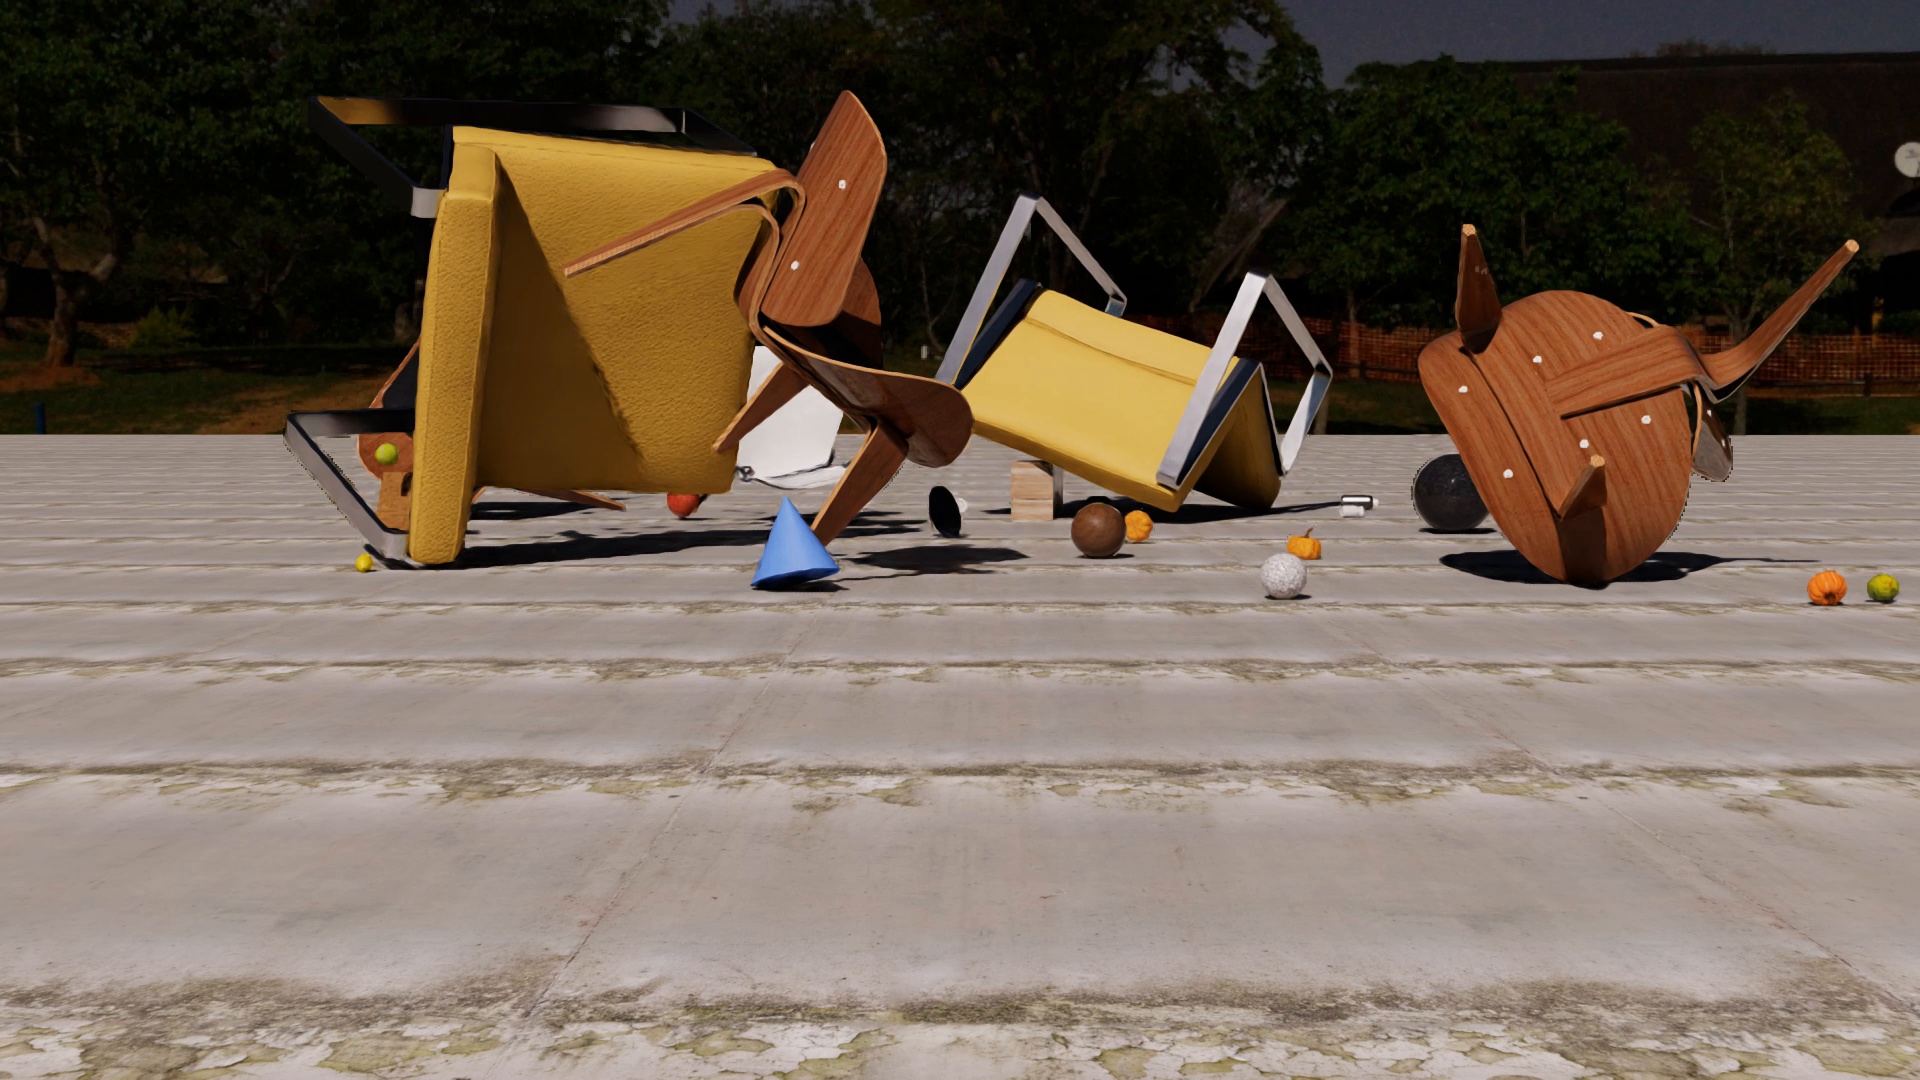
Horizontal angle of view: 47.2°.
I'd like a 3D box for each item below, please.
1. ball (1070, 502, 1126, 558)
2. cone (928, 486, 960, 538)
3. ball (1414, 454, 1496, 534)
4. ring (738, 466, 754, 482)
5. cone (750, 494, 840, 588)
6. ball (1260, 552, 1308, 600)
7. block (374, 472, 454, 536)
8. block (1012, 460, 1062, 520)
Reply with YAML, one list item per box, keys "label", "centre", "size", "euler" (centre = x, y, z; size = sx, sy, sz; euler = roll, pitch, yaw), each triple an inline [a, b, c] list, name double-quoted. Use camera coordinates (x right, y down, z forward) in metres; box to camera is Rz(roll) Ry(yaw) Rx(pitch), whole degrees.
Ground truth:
- label: "ball"
  centre: [0.368, -0.025, 5.826]
  size: [0.149, 0.149, 0.149]
  euler: [0, 4, 0]
- label: "cone"
  centre: [-0.067, -0.051, 6.706]
  size: [0.092, 0.174, 0.191]
  euler: [-11, -18, -17]
- label: "ball"
  centre: [1.537, -0.144, 6.840]
  size: [0.248, 0.248, 0.248]
  euler: [0, 4, 0]
- label: "ring"
  centre: [-0.683, -0.212, 7.030]
  size: [0.055, 0.049, 0.039]
  euler: [-10, 50, -10]
- label: "cone"
  centre: [-0.379, -0.010, 4.914]
  size: [0.220, 0.191, 0.161]
  euler: [-14, -11, 30]
- label: "ball"
  centre: [0.691, 0.077, 4.693]
  size: [0.101, 0.101, 0.101]
  euler: [0, 4, 0]
- label: "block"
  centre: [-1.684, -0.113, 6.781]
  size: [0.104, 0.175, 0.284]
  euler: [12, -5, -39]
- label: "block"
  centre: [0.270, -0.176, 7.678]
  size: [0.141, 0.195, 0.298]
  euler: [1, 4, 9]
